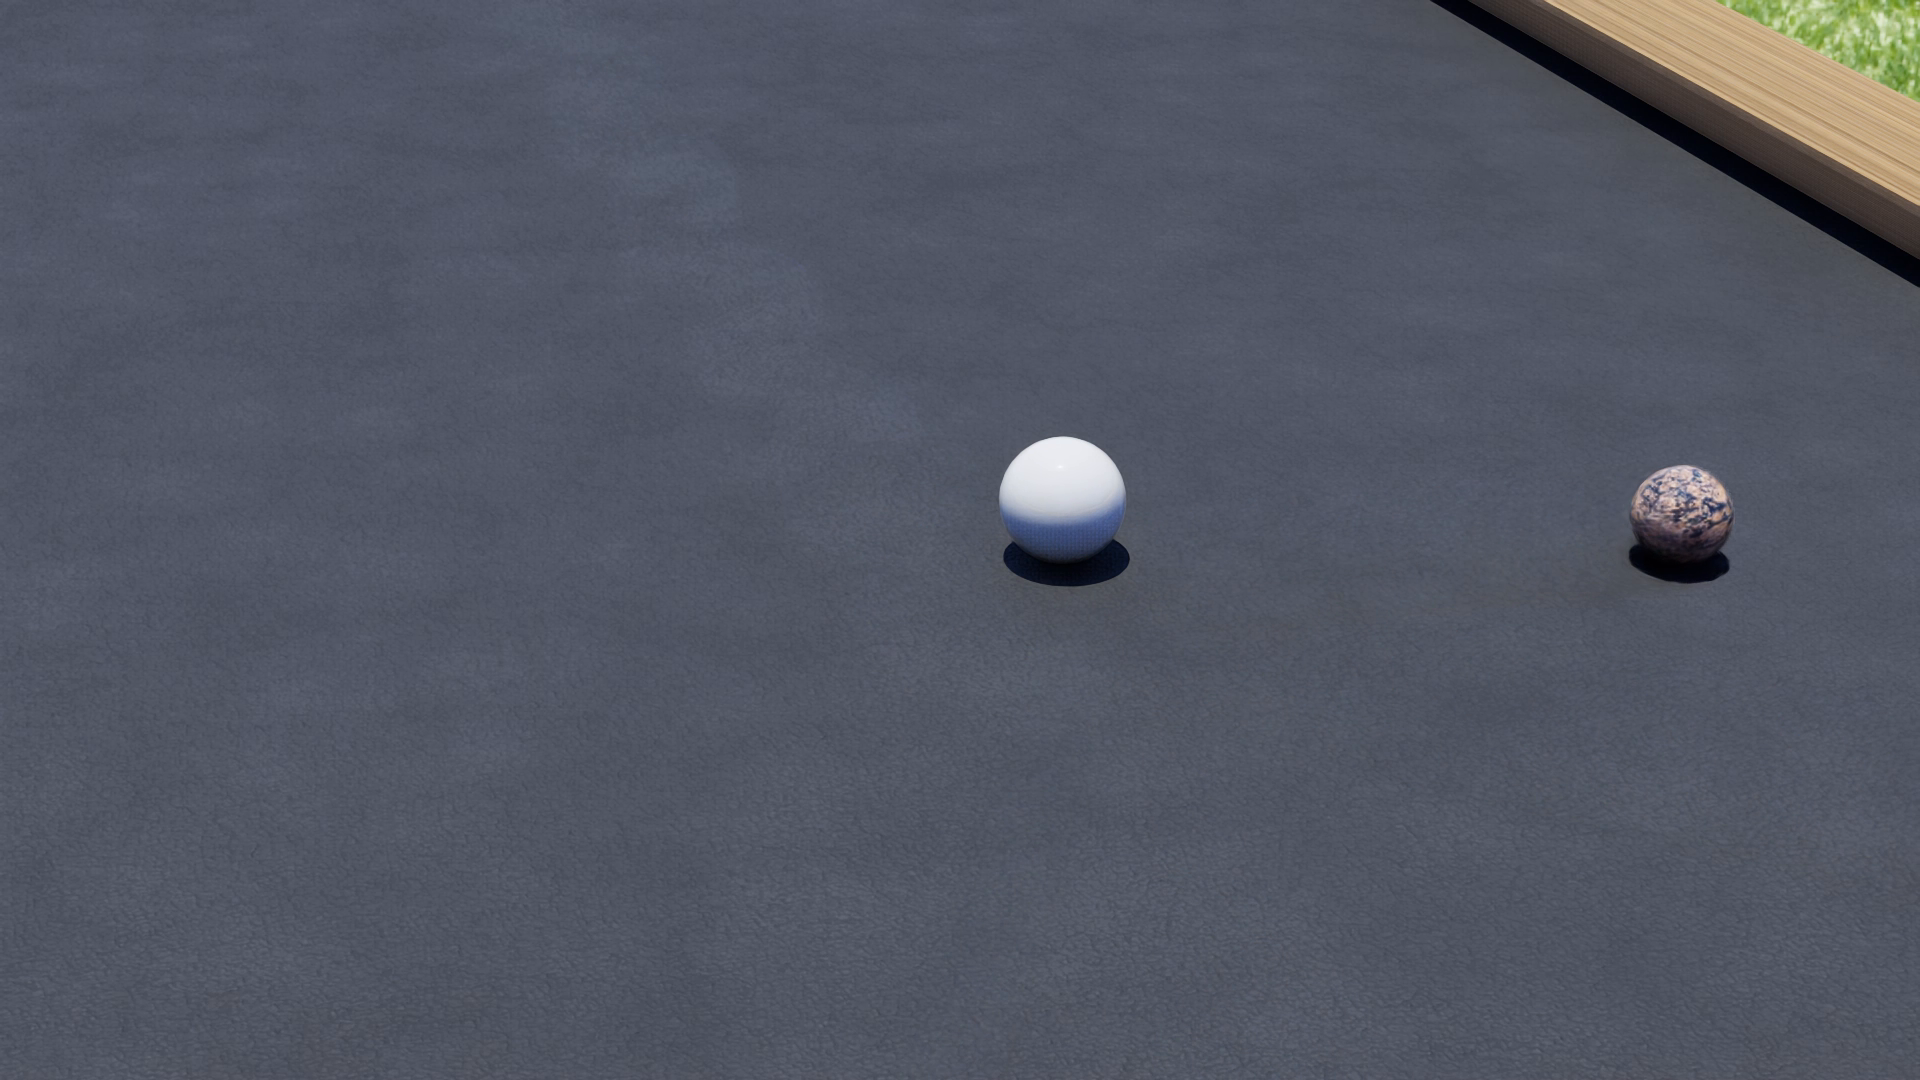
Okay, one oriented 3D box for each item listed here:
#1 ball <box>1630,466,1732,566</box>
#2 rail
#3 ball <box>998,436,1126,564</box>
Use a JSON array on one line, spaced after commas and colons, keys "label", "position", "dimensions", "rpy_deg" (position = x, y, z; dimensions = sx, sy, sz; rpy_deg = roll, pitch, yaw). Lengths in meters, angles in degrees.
[{"label": "ball", "position": [0.484, -0.016, 1.973], "dimensions": [0.067, 0.067, 0.067], "rpy_deg": [0, 27, 0]}, {"label": "rail", "position": [0.622, -0.514, 2.896], "dimensions": [0.045, 0.126, 3.294], "rpy_deg": [-9, 28, -17]}, {"label": "ball", "position": [0.069, -0.026, 1.973], "dimensions": [0.086, 0.086, 0.086], "rpy_deg": [0, 27, 0]}]
